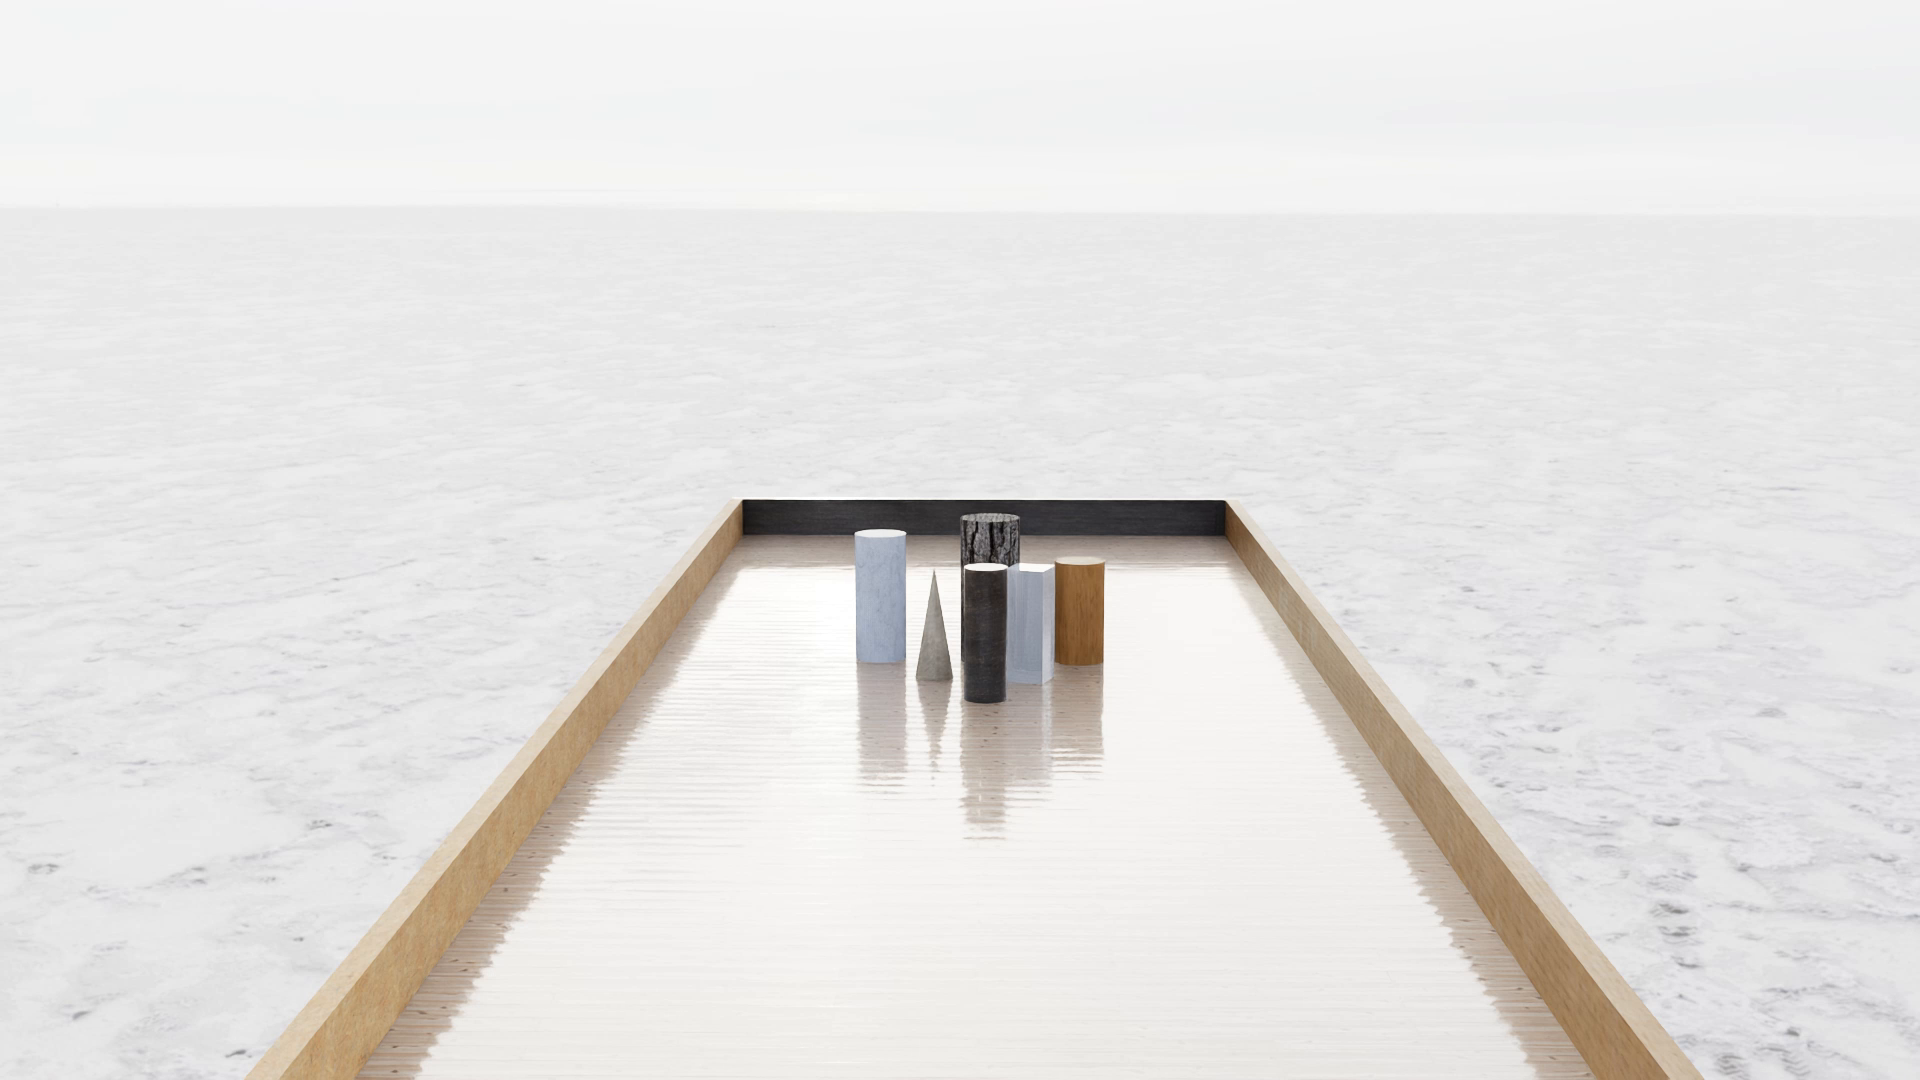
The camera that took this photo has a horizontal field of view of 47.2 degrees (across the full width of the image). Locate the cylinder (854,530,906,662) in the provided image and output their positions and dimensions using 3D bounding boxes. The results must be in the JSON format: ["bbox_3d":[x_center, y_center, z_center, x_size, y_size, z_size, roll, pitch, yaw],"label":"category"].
[{"bbox_3d":[-0.242,0.170,6.711,0.156,0.384,0.156,0,9,0],"label":"cylinder"}]

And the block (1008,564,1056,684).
[{"bbox_3d":[0.203,0.243,6.414,0.117,0.332,0.117,3,10,19],"label":"block"}]

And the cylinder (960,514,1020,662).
[{"bbox_3d":[0.091,0.147,6.686,0.180,0.436,0.180,0,9,0],"label":"cylinder"}]

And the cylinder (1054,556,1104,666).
[{"bbox_3d":[0.362,0.214,6.671,0.152,0.309,0.152,0,9,0],"label":"cylinder"}]

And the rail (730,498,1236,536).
[{"bbox_3d":[0.099,-0.098,9.147,2.100,0.150,0.050,0,9,1],"label":"rail"}]

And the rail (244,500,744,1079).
[{"bbox_3d":[-1.004,0.839,3.234,0.050,0.150,12.000,0,9,1],"label":"rail"}]

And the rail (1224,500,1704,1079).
[{"bbox_3d":[1.046,0.843,3.208,0.050,0.150,12.000,0,9,1],"label":"rail"}]

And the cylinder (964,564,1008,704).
[{"bbox_3d":[0.072,0.261,6.162,0.122,0.376,0.122,0,9,0],"label":"cylinder"}]

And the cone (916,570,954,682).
[{"bbox_3d":[-0.075,0.238,6.434,0.113,0.336,0.113,0,9,0],"label":"cone"}]
